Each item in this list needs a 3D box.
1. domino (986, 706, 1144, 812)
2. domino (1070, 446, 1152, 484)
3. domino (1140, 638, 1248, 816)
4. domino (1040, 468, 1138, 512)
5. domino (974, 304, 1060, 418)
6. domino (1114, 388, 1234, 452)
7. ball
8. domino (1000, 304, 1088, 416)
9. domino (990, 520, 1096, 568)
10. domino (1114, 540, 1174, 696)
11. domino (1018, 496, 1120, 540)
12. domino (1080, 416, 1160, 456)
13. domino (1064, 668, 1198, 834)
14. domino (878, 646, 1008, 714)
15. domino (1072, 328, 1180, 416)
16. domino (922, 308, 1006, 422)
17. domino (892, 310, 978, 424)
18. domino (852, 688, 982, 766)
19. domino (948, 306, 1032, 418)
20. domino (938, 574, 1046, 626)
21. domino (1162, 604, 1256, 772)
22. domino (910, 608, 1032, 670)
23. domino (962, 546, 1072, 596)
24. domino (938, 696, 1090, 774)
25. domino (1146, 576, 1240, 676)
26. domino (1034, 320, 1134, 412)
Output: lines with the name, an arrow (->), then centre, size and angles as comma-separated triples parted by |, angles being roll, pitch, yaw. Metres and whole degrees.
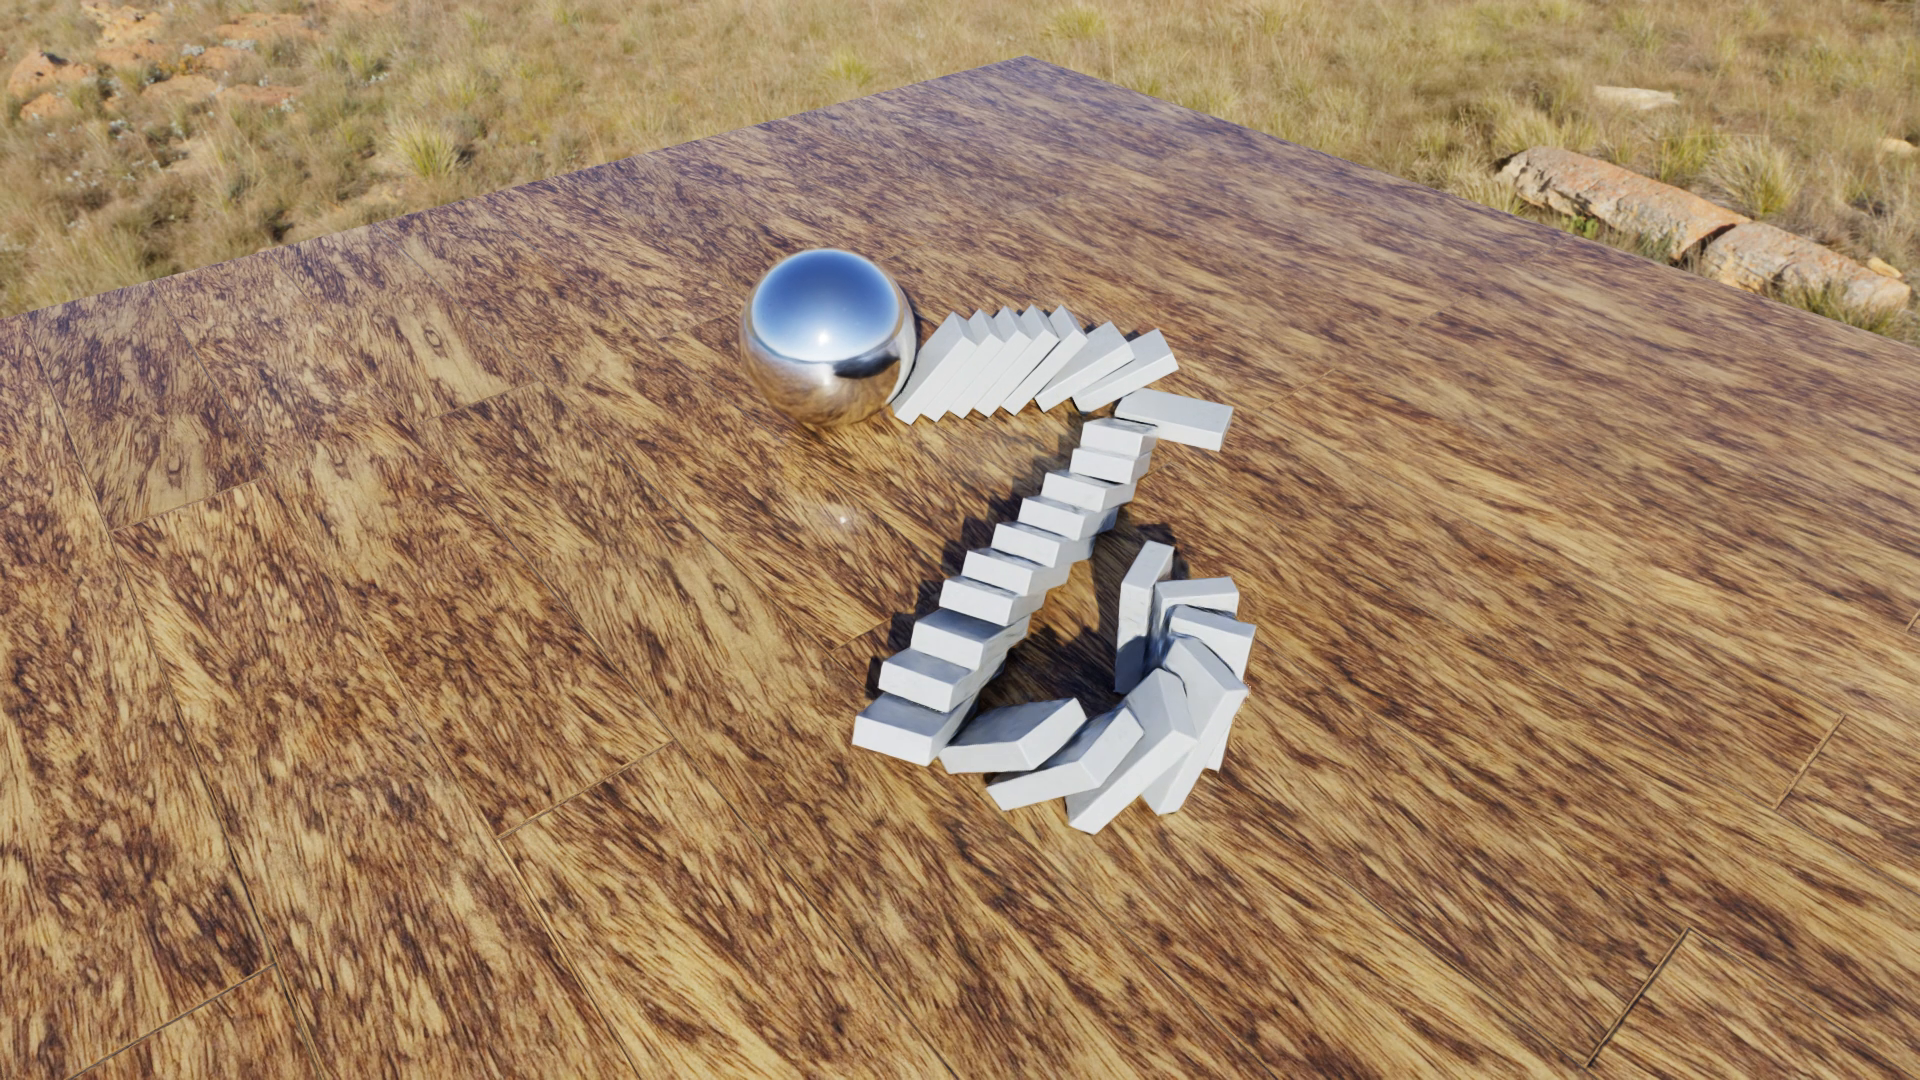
domino -> 0.031, 0.067, 0.334 | 0.025, 0.050, 0.009 | -40, 94, -37
domino -> 0.065, -0.034, 0.467 | 0.025, 0.010, 0.050 | 13, 13, 16
domino -> 0.067, 0.058, 0.341 | 0.009, 0.050, 0.025 | 1, 34, -35
domino -> 0.054, -0.022, 0.452 | 0.025, 0.009, 0.050 | 18, 14, 20
domino -> 0.024, -0.084, 0.519 | 0.009, 0.050, 0.025 | 29, 27, -32
domino -> 0.100, -0.057, 0.513 | 0.050, 0.009, 0.025 | 15, 42, 17
ball -> -0.060, -0.092, 0.500 | 0.080, 0.080, 0.080 | 0, 39, 0
domino -> 0.037, -0.085, 0.521 | 0.009, 0.050, 0.025 | 31, 25, -33
domino -> 0.033, 0.001, 0.423 | 0.025, 0.009, 0.050 | 18, 10, 21
domino -> 0.063, 0.028, 0.377 | 0.009, 0.050, 0.025 | 16, 42, 22
domino -> 0.044, -0.010, 0.437 | 0.025, 0.010, 0.050 | 18, 13, 21
domino -> 0.071, -0.046, 0.481 | 0.025, 0.009, 0.050 | 13, 13, 16
domino -> 0.050, 0.065, 0.335 | 0.009, 0.050, 0.025 | 25, 34, -22
domino -> -0.005, 0.043, 0.373 | 0.025, 0.010, 0.050 | 17, 15, 20
domino -> 0.076, -0.080, 0.525 | 0.050, 0.010, 0.025 | -25, 39, 11
domino -> -0.001, -0.082, 0.516 | 0.010, 0.050, 0.025 | 29, 27, -32
domino -> -0.013, -0.080, 0.514 | 0.010, 0.050, 0.025 | 29, 27, -32
domino -> -0.013, 0.056, 0.358 | 0.025, 0.010, 0.050 | 14, 15, 16
domino -> 0.011, -0.084, 0.518 | 0.009, 0.050, 0.025 | 29, 26, -32
domino -> 0.013, 0.020, 0.399 | 0.025, 0.010, 0.050 | 16, 9, 17
domino -> 0.077, 0.048, 0.353 | 0.025, 0.050, 0.009 | 15, 27, 18
domino -> 0.005, 0.032, 0.387 | 0.025, 0.010, 0.050 | 17, 14, 19
domino -> 0.022, 0.010, 0.409 | 0.025, 0.010, 0.050 | 17, 9, 20
domino -> 0.015, 0.061, 0.343 | 0.025, 0.009, 0.050 | -31, 5, -32
domino -> 0.076, 0.036, 0.367 | 0.025, 0.050, 0.009 | -4, 33, -5
domino -> 0.056, -0.083, 0.527 | 0.050, 0.010, 0.025 | -30, 38, 7
